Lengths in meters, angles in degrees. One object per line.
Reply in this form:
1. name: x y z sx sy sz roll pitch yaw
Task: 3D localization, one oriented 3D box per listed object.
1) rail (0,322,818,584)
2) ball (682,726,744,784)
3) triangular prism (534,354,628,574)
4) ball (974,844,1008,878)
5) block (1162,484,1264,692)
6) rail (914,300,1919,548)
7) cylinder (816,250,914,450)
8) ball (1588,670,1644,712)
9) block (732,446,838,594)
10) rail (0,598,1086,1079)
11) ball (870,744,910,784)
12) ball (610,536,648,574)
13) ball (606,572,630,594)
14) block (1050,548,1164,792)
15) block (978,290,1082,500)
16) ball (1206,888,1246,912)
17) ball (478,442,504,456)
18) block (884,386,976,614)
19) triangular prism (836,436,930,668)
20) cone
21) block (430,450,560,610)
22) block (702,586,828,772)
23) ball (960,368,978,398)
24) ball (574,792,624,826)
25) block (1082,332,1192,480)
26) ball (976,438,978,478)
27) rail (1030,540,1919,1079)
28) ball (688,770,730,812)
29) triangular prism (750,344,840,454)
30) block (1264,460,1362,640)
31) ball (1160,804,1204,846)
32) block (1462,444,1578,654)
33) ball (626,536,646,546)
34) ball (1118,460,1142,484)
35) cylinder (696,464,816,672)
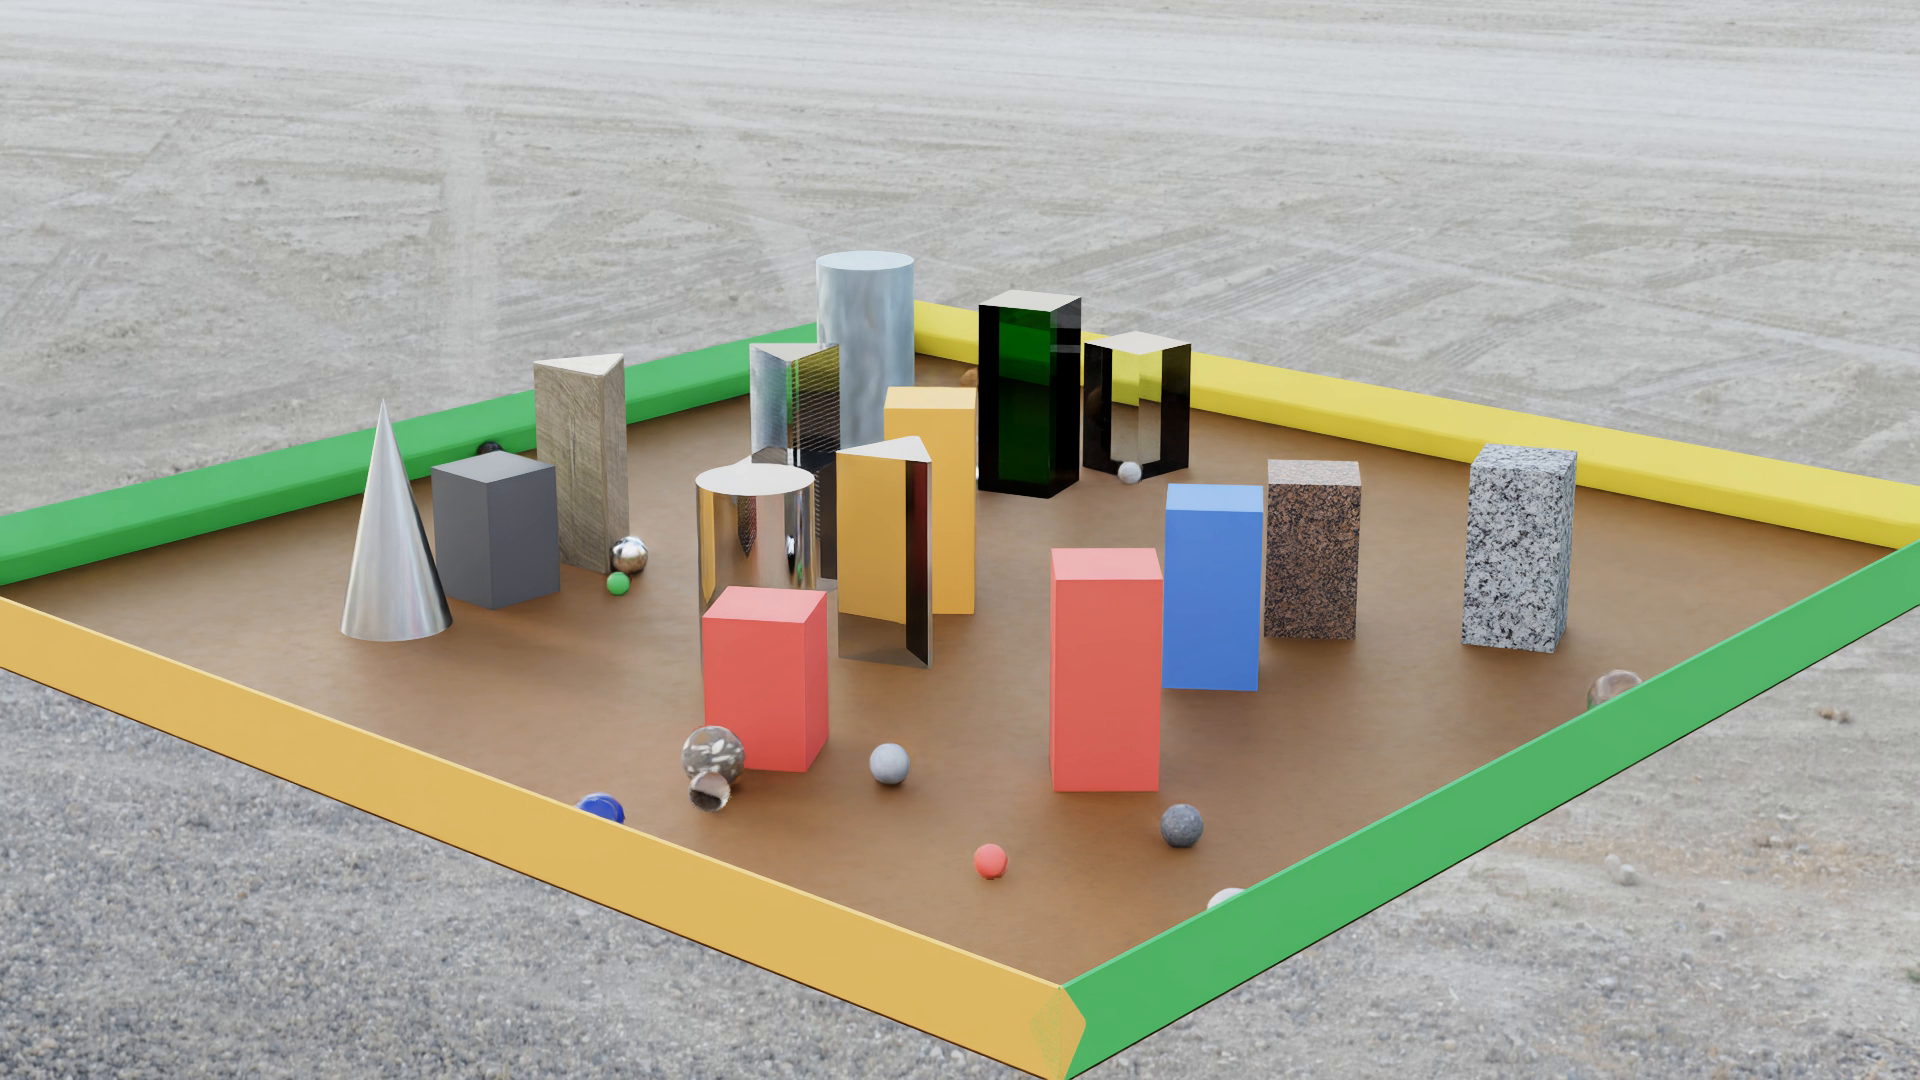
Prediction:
1. rail: -0.966 -0.212 5.923 0.045 0.123 2.650 14 22 39
2. ball: -0.357 0.314 4.241 0.091 0.091 0.091 0 17 0
3. triangular prism: -0.652 -0.145 5.288 0.164 0.365 0.142 12 21 35
4. ball: 0.041 0.431 3.937 0.045 0.045 0.045 0 17 0
5. block: 0.404 0.074 4.683 0.151 0.295 0.151 2 17 5
6. rail: 0.853 -0.253 6.061 2.605 0.123 0.045 14 22 39
7. cylinder: -0.184 -0.326 5.739 0.189 0.450 0.189 0 17 0
8. ball: 1.003 0.246 4.463 0.094 0.094 0.094 0 17 0
9. block: -0.299 -0.026 5.125 0.151 0.232 0.151 7 18 21
10. rail: -0.853 0.315 4.180 2.605 0.123 0.045 14 22 39
11. ball: -0.102 0.325 4.258 0.060 0.060 0.060 0 17 0
12. ball: -0.590 0.028 5.231 0.067 0.067 0.067 0 17 0
13. ball: -0.597 0.075 5.120 0.040 0.040 0.040 0 17 0
14. block: 0.210 0.188 4.263 0.151 0.321 0.151 0 17 -1
15. block: 0.137 -0.287 5.744 0.151 0.373 0.151 8 18 24
16. ball: 0.349 0.479 3.725 0.074 0.074 0.074 0 17 0
17. ball: -0.945 -0.170 5.907 0.055 0.055 0.055 0 17 0
18. block: -0.050 -0.069 5.042 0.151 0.362 0.151 0 17 1
19. triangular prism: -0.098 0.015 4.789 0.164 0.348 0.142 6 18 20
20. cone: -0.956 -0.048 4.913 0.189 0.396 0.189 0 17 0
21. block: -0.808 -0.018 5.107 0.151 0.227 0.151 15 22 40
22. block: -0.287 0.205 4.359 0.151 0.231 0.151 3 17 10
23. ball: 0.034 -0.345 6.467 0.066 0.066 0.066 0 17 0
24. ball: -0.498 0.384 4.043 0.072 0.072 0.072 0 17 0
25. block: 0.355 -0.271 5.891 0.151 0.257 0.151 -15 23 -41
26. ball: 0.018 -0.162 5.823 0.087 0.087 0.087 0 17 0
27. rail: 0.966 0.273 4.318 0.045 0.123 2.650 14 22 39
28. ball: -0.356 0.356 4.157 0.059 0.059 0.059 0 17 0
29. triangular prism: -0.329 -0.187 5.454 0.142 0.349 0.164 10 19 29
30. block: 0.590 0.015 4.930 0.151 0.266 0.151 1 17 5
31. ball: 0.305 0.392 4.037 0.060 0.060 0.060 0 17 0
32. block: 0.929 0.012 4.871 0.151 0.306 0.151 6 18 18
33. ball: -0.592 0.017 5.296 0.050 0.050 0.050 0 17 0
34. ball: 0.336 -0.134 5.803 0.046 0.046 0.046 0 17 0
35. cylinder: -0.327 0.054 4.715 0.189 0.315 0.189 0 17 0
